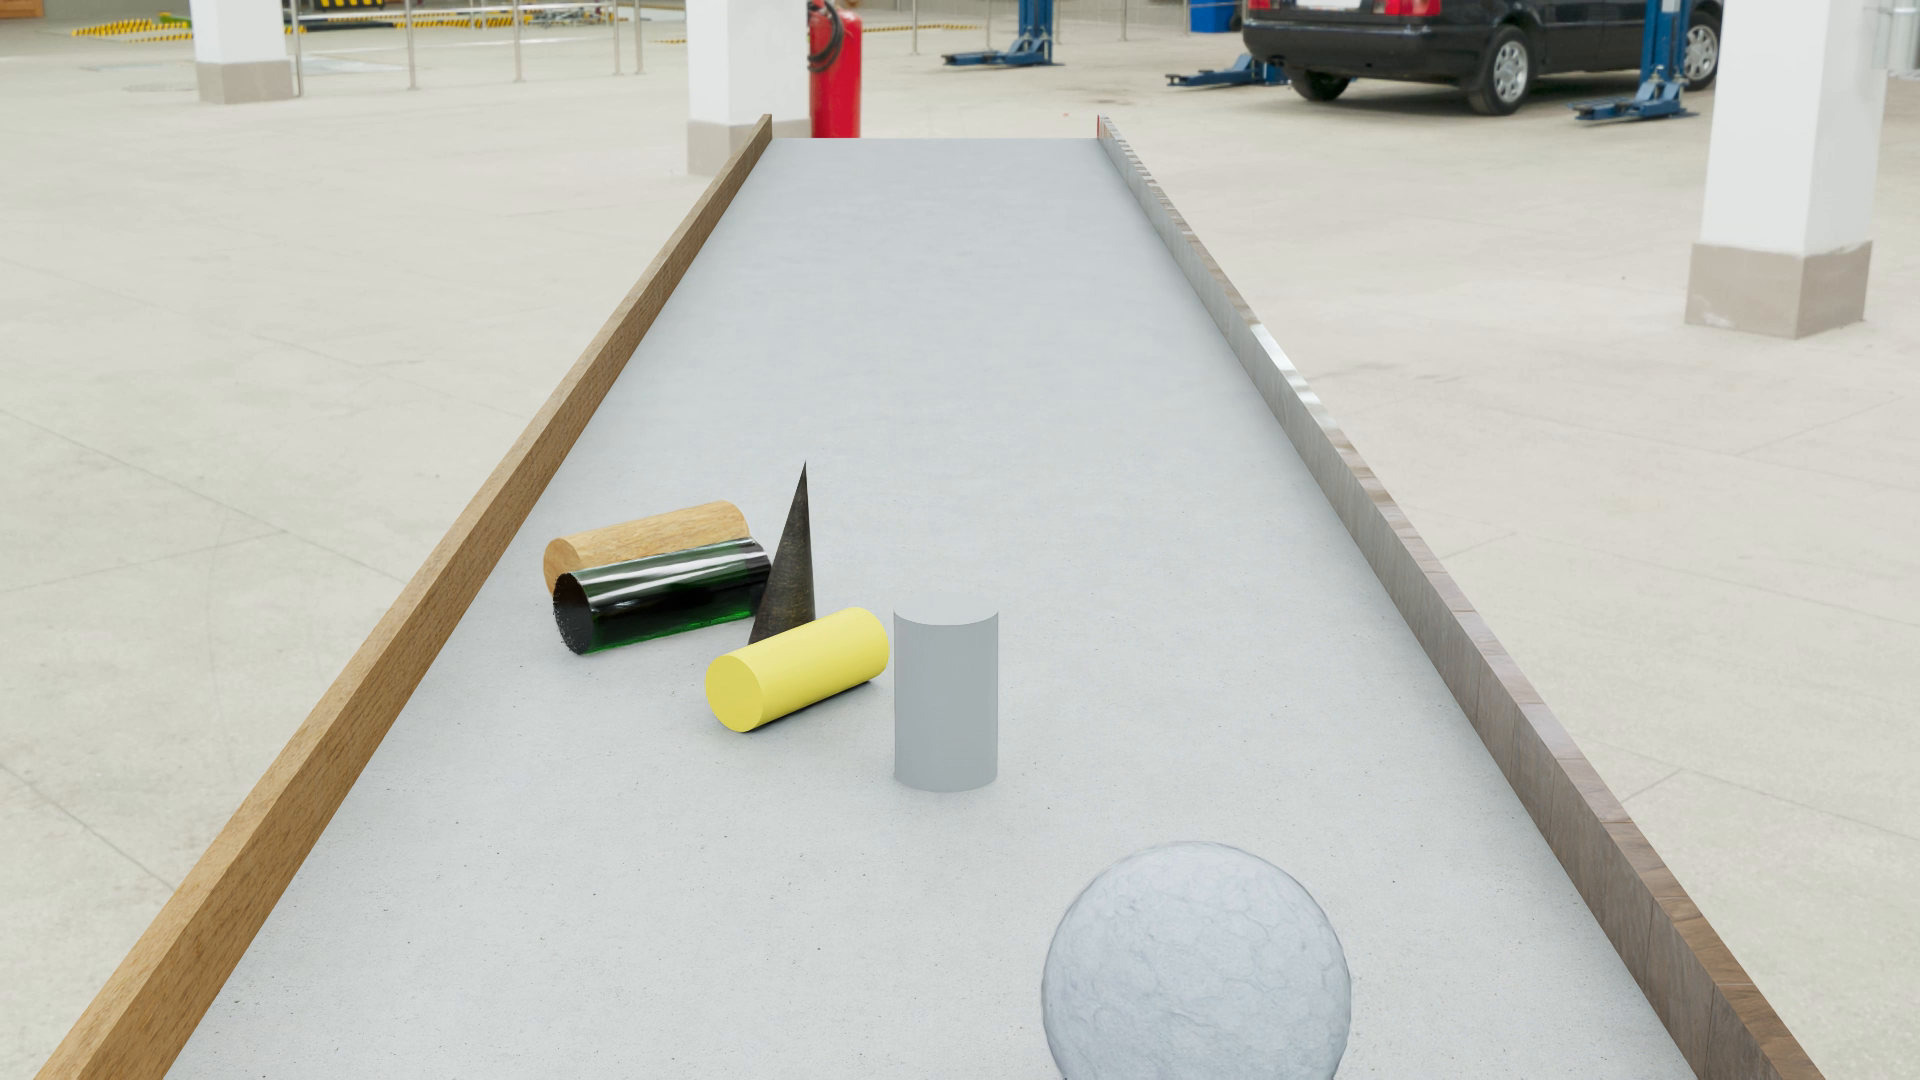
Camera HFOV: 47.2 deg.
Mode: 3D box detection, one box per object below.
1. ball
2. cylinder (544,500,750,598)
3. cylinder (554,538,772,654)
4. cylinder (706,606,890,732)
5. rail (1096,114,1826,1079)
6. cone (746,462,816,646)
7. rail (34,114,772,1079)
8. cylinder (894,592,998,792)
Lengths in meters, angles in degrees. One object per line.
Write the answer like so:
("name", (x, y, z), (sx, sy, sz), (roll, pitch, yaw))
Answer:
("ball", (0.288, 0.559, 2.685), (0.377, 0.377, 0.377), (0, 17, 0))
("cylinder", (-0.681, 0.034, 4.823), (0.437, 0.164, 0.164), (-15, 22, -41))
("cylinder", (-0.610, 0.113, 4.550), (0.425, 0.168, 0.168), (-12, 20, -35))
("cylinder", (-0.304, 0.241, 4.160), (0.146, 0.146, 0.357), (13, 21, 36))
("rail", (0.932, -0.844, 7.801), (0.050, 0.150, 12.000), (0, 17, -1))
("cone", (-0.329, 0.037, 4.356), (0.149, 0.409, 0.149), (7, 16, -2))
("rail", (-1.118, -0.838, 7.780), (0.050, 0.150, 12.000), (0, 17, -1))
("cylinder", (-0.024, 0.262, 3.813), (0.180, 0.303, 0.180), (0, 17, 0))
